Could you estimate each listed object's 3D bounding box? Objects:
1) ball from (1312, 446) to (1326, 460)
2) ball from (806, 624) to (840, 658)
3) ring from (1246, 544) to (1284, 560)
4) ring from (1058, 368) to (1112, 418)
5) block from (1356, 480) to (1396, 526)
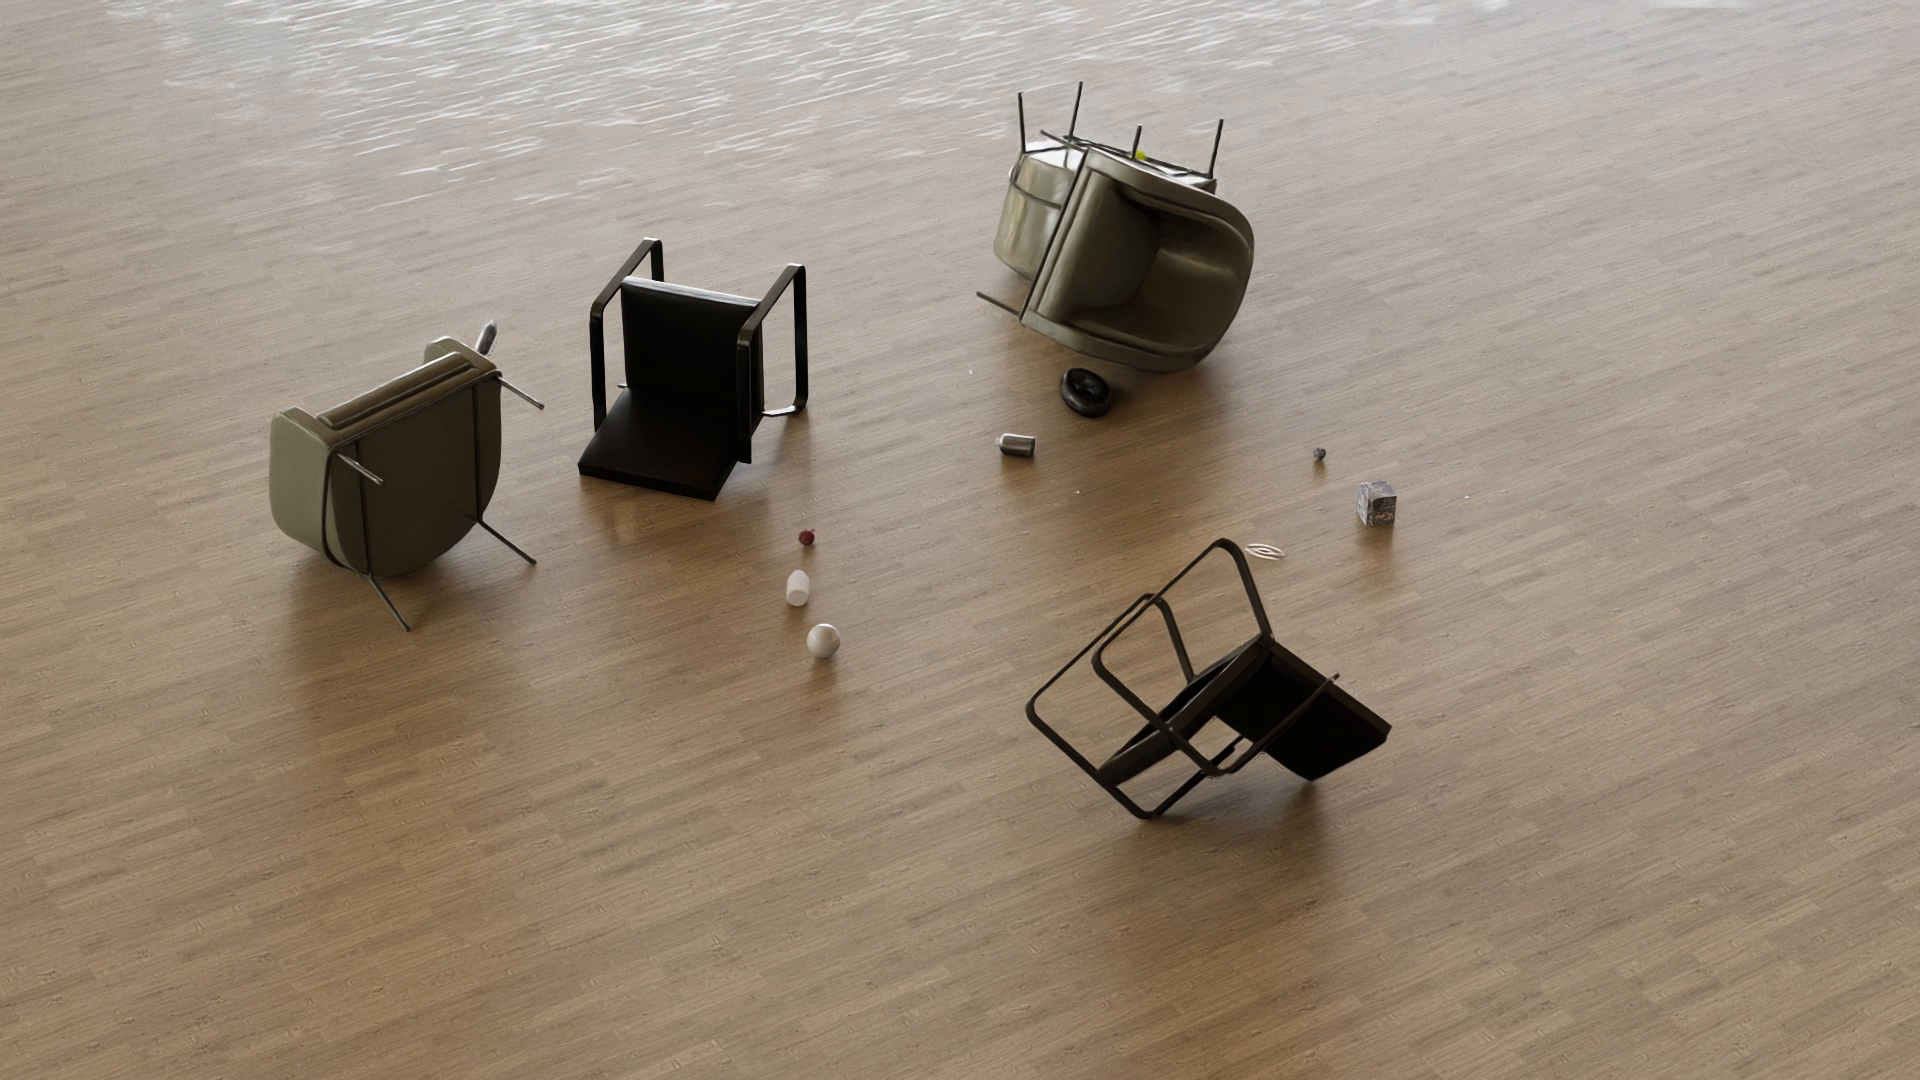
[{"bbox_3d":[1.399,-0.338,11.411,0.051,0.051,0.051,0,33,0],"label":"ball"},{"bbox_3d":[-0.478,0.353,10.300,0.119,0.119,0.119,0,33,0],"label":"ball"},{"bbox_3d":[1.128,0.043,10.863,0.148,0.018,0.075,13,36,18],"label":"ring"},{"bbox_3d":[0.502,-0.591,11.770,0.196,0.082,0.345,-8,33,-13],"label":"ring"},{"bbox_3d":[1.569,-0.140,11.048,0.112,0.120,0.114,-6,34,-10],"label":"block"}]
